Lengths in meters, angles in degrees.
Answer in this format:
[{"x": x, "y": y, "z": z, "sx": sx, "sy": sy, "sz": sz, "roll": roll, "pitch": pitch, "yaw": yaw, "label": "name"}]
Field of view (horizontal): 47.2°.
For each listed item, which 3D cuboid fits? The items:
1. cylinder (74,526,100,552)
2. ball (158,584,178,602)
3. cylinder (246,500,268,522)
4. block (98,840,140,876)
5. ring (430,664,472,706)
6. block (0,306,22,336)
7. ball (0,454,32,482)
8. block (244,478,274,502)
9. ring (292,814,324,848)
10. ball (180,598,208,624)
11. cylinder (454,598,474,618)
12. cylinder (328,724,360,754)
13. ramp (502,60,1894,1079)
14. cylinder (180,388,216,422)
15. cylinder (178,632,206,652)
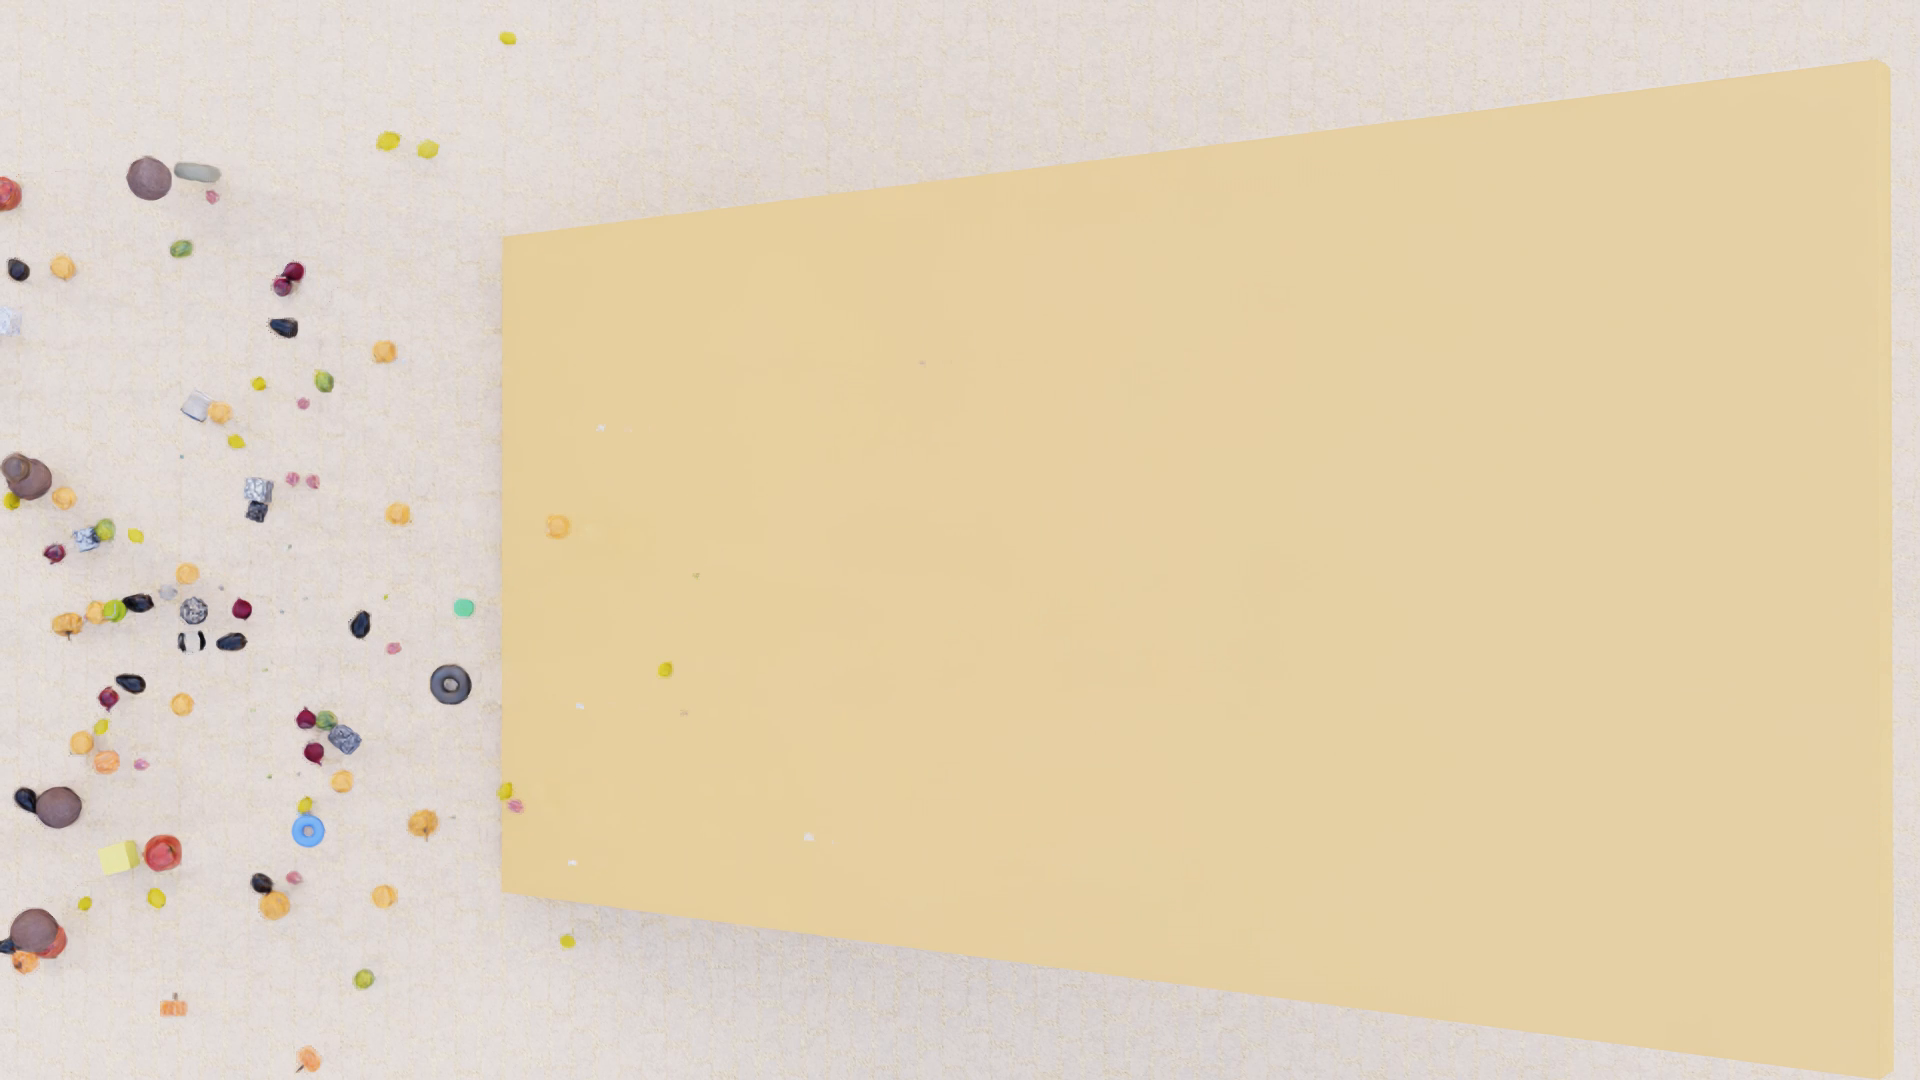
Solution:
[{"x": -2.683, "y": -0.002, "z": 6.761, "sx": 0.062, "sy": 0.062, "sz": 0.062, "roll": -17, "pitch": 89, "yaw": 0, "label": "cylinder"}, {"x": -2.436, "y": 0.161, "z": 6.764, "sx": 0.055, "sy": 0.055, "sz": 0.055, "roll": 0, "pitch": 90, "yaw": 0, "label": "ball"}, {"x": -2.163, "y": -0.087, "z": 6.766, "sx": 0.054, "sy": 0.054, "sz": 0.054, "roll": 22, "pitch": 90, "yaw": 0, "label": "cylinder"}, {"x": -2.578, "y": 0.973, "z": 6.744, "sx": 0.083, "sy": 0.083, "sz": 0.083, "roll": -15, "pitch": 90, "yaw": 0, "label": "block"}, {"x": -1.567, "y": 0.445, "z": 6.764, "sx": 0.129, "sy": 0.043, "sz": 0.129, "roll": 0, "pitch": 95, "yaw": 0, "label": "ring"}, {"x": -2.940, "y": -0.676, "z": 6.759, "sx": 0.076, "sy": 0.076, "sz": 0.076, "roll": 10, "pitch": 90, "yaw": 1, "label": "block"}, {"x": -2.806, "y": -0.215, "z": 6.538, "sx": 0.086, "sy": 0.086, "sz": 0.086, "roll": 0, "pitch": 90, "yaw": 0, "label": "ball"}, {"x": -2.156, "y": -0.154, "z": 6.761, "sx": 0.065, "sy": 0.065, "sz": 0.065, "roll": 8, "pitch": 90, "yaw": 1, "label": "block"}, {"x": -2.006, "y": 0.896, "z": 6.769, "sx": 0.102, "sy": 0.034, "sz": 0.102, "roll": 0, "pitch": 90, "yaw": 0, "label": "ring"}, {"x": -2.350, "y": 0.218, "z": 6.749, "sx": 0.084, "sy": 0.084, "sz": 0.084, "roll": 0, "pitch": 90, "yaw": 0, "label": "ball"}, {"x": -1.523, "y": 0.208, "z": 6.751, "sx": 0.057, "sy": 0.057, "sz": 0.057, "roll": 0, "pitch": 88, "yaw": -9, "label": "cylinder"}, {"x": -1.883, "y": 0.609, "z": 6.728, "sx": 0.070, "sy": 0.070, "sz": 0.070, "roll": 28, "pitch": 90, "yaw": 33, "label": "cylinder"}, {"x": 0.232, "y": 0.065, "z": 5.550, "sx": 4.000, "sy": 0.100, "sz": 2.000, "roll": 0, "pitch": 89, "yaw": 37, "label": "ramp"}, {"x": -2.340, "y": -0.413, "z": 6.756, "sx": 0.076, "sy": 0.076, "sz": 0.076, "roll": 31, "pitch": 91, "yaw": 0, "label": "cylinder"}, {"x": -2.349, "y": 0.312, "z": 6.723, "sx": 0.060, "sy": 0.060, "sz": 0.060, "roll": 5, "pitch": 96, "yaw": 44, "label": "cylinder"}]
